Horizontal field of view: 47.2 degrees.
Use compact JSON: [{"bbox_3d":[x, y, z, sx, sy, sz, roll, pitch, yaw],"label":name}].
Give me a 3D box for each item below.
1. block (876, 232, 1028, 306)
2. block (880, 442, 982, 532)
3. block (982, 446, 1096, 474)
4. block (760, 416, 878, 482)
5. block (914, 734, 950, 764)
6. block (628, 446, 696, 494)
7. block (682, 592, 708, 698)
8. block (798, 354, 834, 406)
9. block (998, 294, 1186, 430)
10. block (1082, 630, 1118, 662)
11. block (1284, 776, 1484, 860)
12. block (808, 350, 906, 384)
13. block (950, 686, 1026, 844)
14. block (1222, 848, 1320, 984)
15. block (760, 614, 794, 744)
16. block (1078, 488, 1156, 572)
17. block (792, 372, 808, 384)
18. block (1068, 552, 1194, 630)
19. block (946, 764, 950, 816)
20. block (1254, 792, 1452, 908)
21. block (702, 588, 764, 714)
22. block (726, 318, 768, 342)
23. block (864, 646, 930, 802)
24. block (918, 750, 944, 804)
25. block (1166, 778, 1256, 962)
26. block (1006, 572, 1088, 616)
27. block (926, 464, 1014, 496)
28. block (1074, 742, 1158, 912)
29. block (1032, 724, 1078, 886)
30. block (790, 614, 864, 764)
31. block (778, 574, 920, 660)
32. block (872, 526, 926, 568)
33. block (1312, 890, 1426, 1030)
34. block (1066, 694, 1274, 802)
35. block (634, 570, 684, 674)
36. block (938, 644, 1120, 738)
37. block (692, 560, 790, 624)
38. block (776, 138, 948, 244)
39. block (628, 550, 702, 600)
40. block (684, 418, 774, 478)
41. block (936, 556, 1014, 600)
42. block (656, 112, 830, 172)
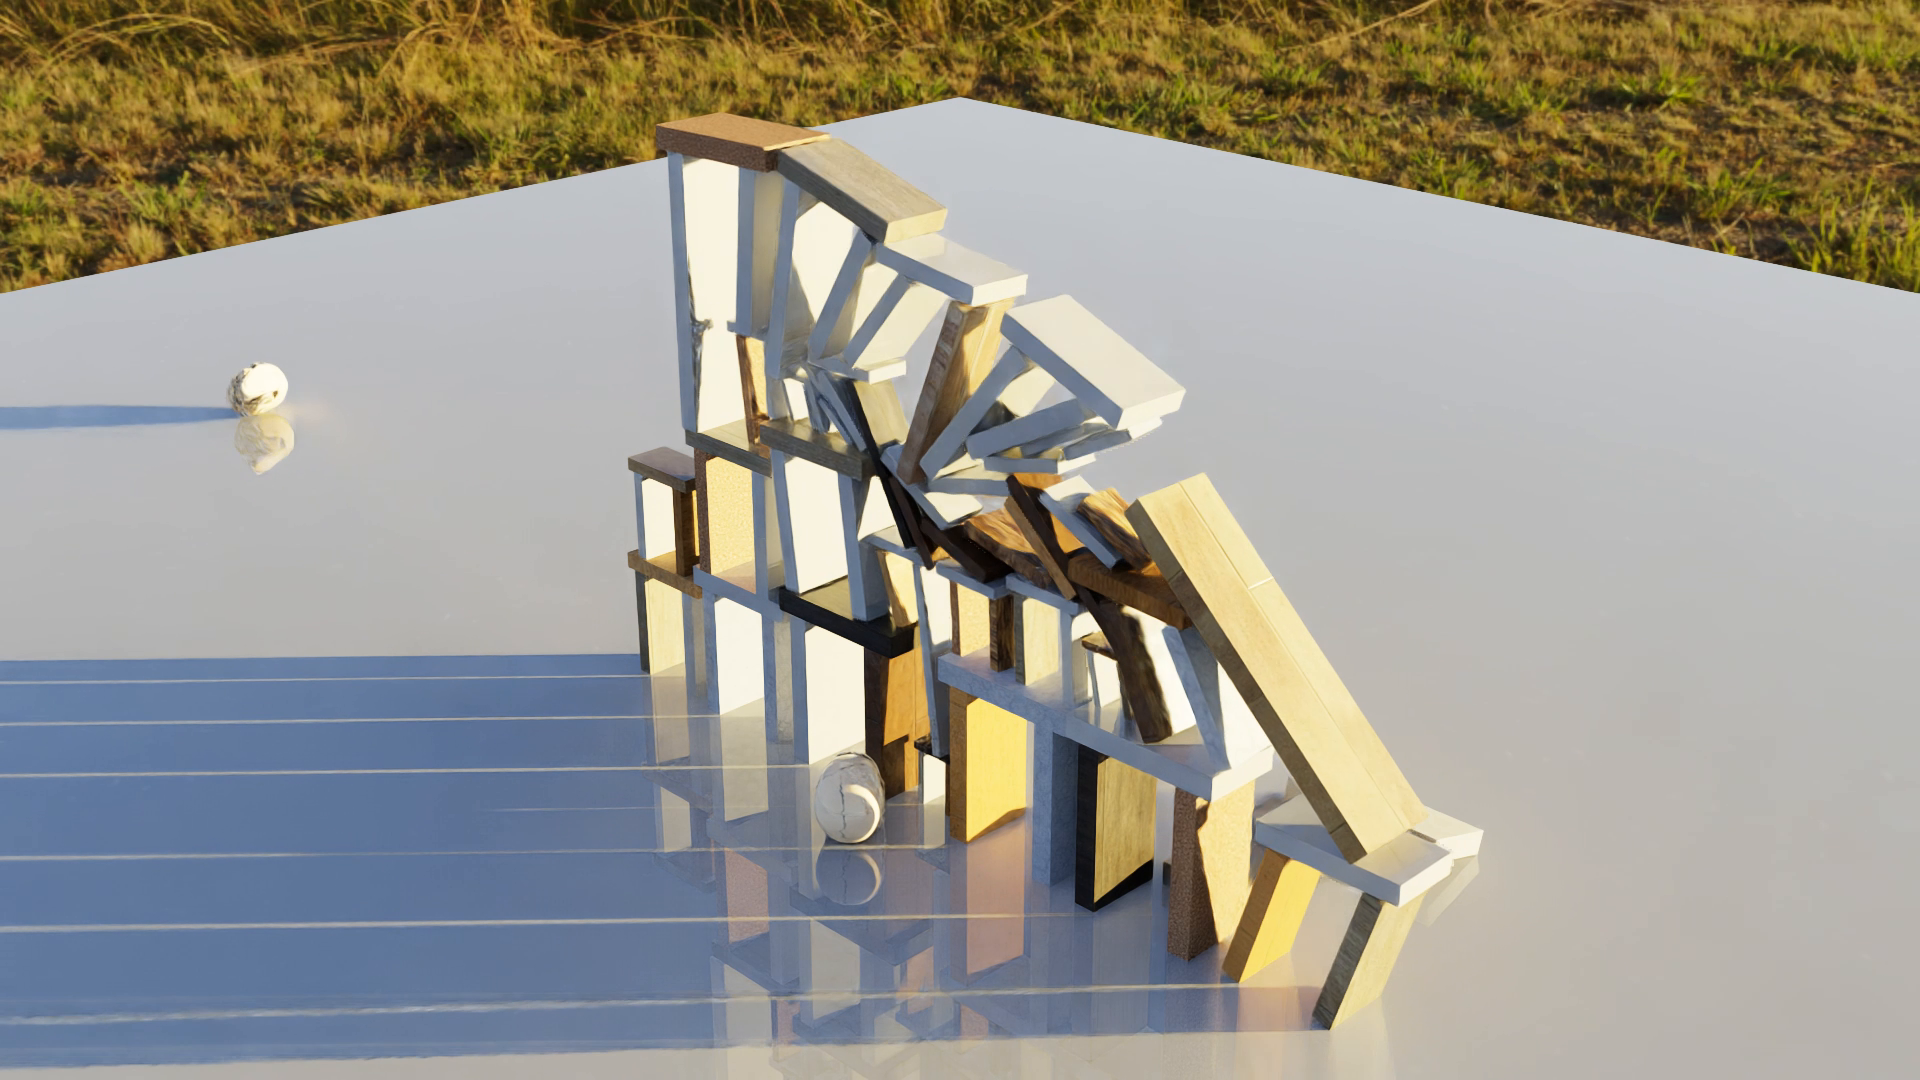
[{"bbox_3d":[-0.018,-0.496,4.012,0.132,0.037,0.264,-18,35,-39],"label":"block"},{"bbox_3d":[-0.056,-0.110,4.228,0.098,0.028,0.196,-24,65,-42],"label":"block"},{"bbox_3d":[0.143,-0.148,4.007,0.096,0.027,0.192,-21,17,-40],"label":"block"},{"bbox_3d":[-0.246,-0.196,4.407,0.301,0.043,0.151,21,31,40],"label":"block"},{"bbox_3d":[-0.030,0.422,4.440,0.059,0.017,0.119,-22,31,-40],"label":"block"},{"bbox_3d":[-0.627,-0.155,4.835,0.203,0.029,0.102,21,31,41],"label":"block"},{"bbox_3d":[-0.558,0.217,4.928,0.036,0.251,0.126,21,31,41],"label":"block"},{"bbox_3d":[-0.264,-0.324,4.367,0.060,0.017,0.120,-25,70,-38],"label":"block"},{"bbox_3d":[0.229,-0.314,3.840,0.155,0.044,0.310,-20,50,-39],"label":"block"},{"bbox_3d":[0.279,0.196,4.002,0.108,0.015,0.054,21,31,40],"label":"block"},{"bbox_3d":[0.836,0.544,4.354,0.349,0.049,0.175,21,15,41],"label":"block"},{"bbox_3d":[-0.202,-0.348,4.302,0.091,0.026,0.183,-20,29,-39],"label":"block"},{"bbox_3d":[0.056,0.418,4.348,0.047,0.335,0.167,21,31,41],"label":"block"},{"bbox_3d":[0.563,0.636,3.882,0.149,0.297,0.042,-21,47,-41],"label":"block"},{"bbox_3d":[-0.353,0.278,4.727,0.042,0.295,0.148,21,31,41],"label":"block"},{"bbox_3d":[0.293,-0.019,3.904,0.084,0.024,0.167,-22,60,-42],"label":"block"},{"bbox_3d":[-0.316,-0.333,4.429,0.045,0.013,0.091,-18,28,-36],"label":"block"},{"bbox_3d":[0.334,0.077,3.874,0.134,0.038,0.268,-20,32,-40],"label":"block"},{"bbox_3d":[-0.002,0.496,4.440,0.017,0.119,0.059,22,32,40],"label":"block"},{"bbox_3d":[0.664,0.519,3.723,0.148,0.042,0.297,-21,31,-41],"label":"block"},{"bbox_3d":[-0.492,0.224,4.855,0.042,0.295,0.148,21,31,41],"label":"block"},{"bbox_3d":[-0.392,-0.429,4.468,0.159,0.023,0.080,19,30,40],"label":"block"},{"bbox_3d":[-0.117,0.352,4.501,0.048,0.336,0.168,21,31,41],"label":"block"},{"bbox_3d":[-0.058,0.474,4.492,0.017,0.119,0.059,22,32,40],"label":"block"},{"bbox_3d":[0.454,0.574,3.971,0.048,0.341,0.171,21,31,39],"label":"block"},{"bbox_3d":[0.182,0.090,4.067,0.182,0.026,0.091,21,31,41],"label":"block"},{"bbox_3d":[0.054,-0.114,4.138,0.111,0.031,0.221,-20,16,-40],"label":"block"},{"bbox_3d":[0.294,0.510,4.122,0.048,0.341,0.171,21,31,41],"label":"block"},{"bbox_3d":[0.214,0.479,4.203,0.047,0.335,0.167,21,31,41],"label":"block"},{"bbox_3d":[-0.276,0.290,4.647,0.048,0.336,0.168,21,31,40],"label":"block"},{"bbox_3d":[-0.196,0.145,4.500,0.336,0.048,0.168,21,31,40],"label":"block"},{"bbox_3d":[-0.090,0.010,4.323,0.079,0.022,0.157,-21,31,-39],"label":"block"},{"bbox_3d":[0.703,0.691,3.753,0.148,0.297,0.042,-21,47,-41],"label":"block"},{"bbox_3d":[0.376,0.363,3.969,0.341,0.048,0.171,21,31,40],"label":"block"},{"bbox_3d":[-0.676,0.171,5.037,0.036,0.251,0.126,21,31,41],"label":"block"},{"bbox_3d":[0.135,0.272,4.201,0.335,0.047,0.167,21,31,41],"label":"block"},{"bbox_3d":[-0.422,0.096,4.726,0.295,0.042,0.148,21,31,41],"label":"block"},{"bbox_3d":[-0.187,-0.663,4.157,0.154,0.044,0.309,-21,47,-42],"label":"block"},{"bbox_3d":[-0.617,0.062,4.927,0.251,0.036,0.126,21,31,41],"label":"block"},{"bbox_3d":[-0.431,-0.202,4.601,0.141,0.040,0.282,-21,31,-41],"label":"block"},{"bbox_3d":[0.038,0.067,4.173,0.082,0.023,0.164,-19,30,-38],"label":"block"},{"bbox_3d":[-0.431,-0.790,4.358,0.169,0.048,0.338,-21,29,-40],"label":"block"}]
